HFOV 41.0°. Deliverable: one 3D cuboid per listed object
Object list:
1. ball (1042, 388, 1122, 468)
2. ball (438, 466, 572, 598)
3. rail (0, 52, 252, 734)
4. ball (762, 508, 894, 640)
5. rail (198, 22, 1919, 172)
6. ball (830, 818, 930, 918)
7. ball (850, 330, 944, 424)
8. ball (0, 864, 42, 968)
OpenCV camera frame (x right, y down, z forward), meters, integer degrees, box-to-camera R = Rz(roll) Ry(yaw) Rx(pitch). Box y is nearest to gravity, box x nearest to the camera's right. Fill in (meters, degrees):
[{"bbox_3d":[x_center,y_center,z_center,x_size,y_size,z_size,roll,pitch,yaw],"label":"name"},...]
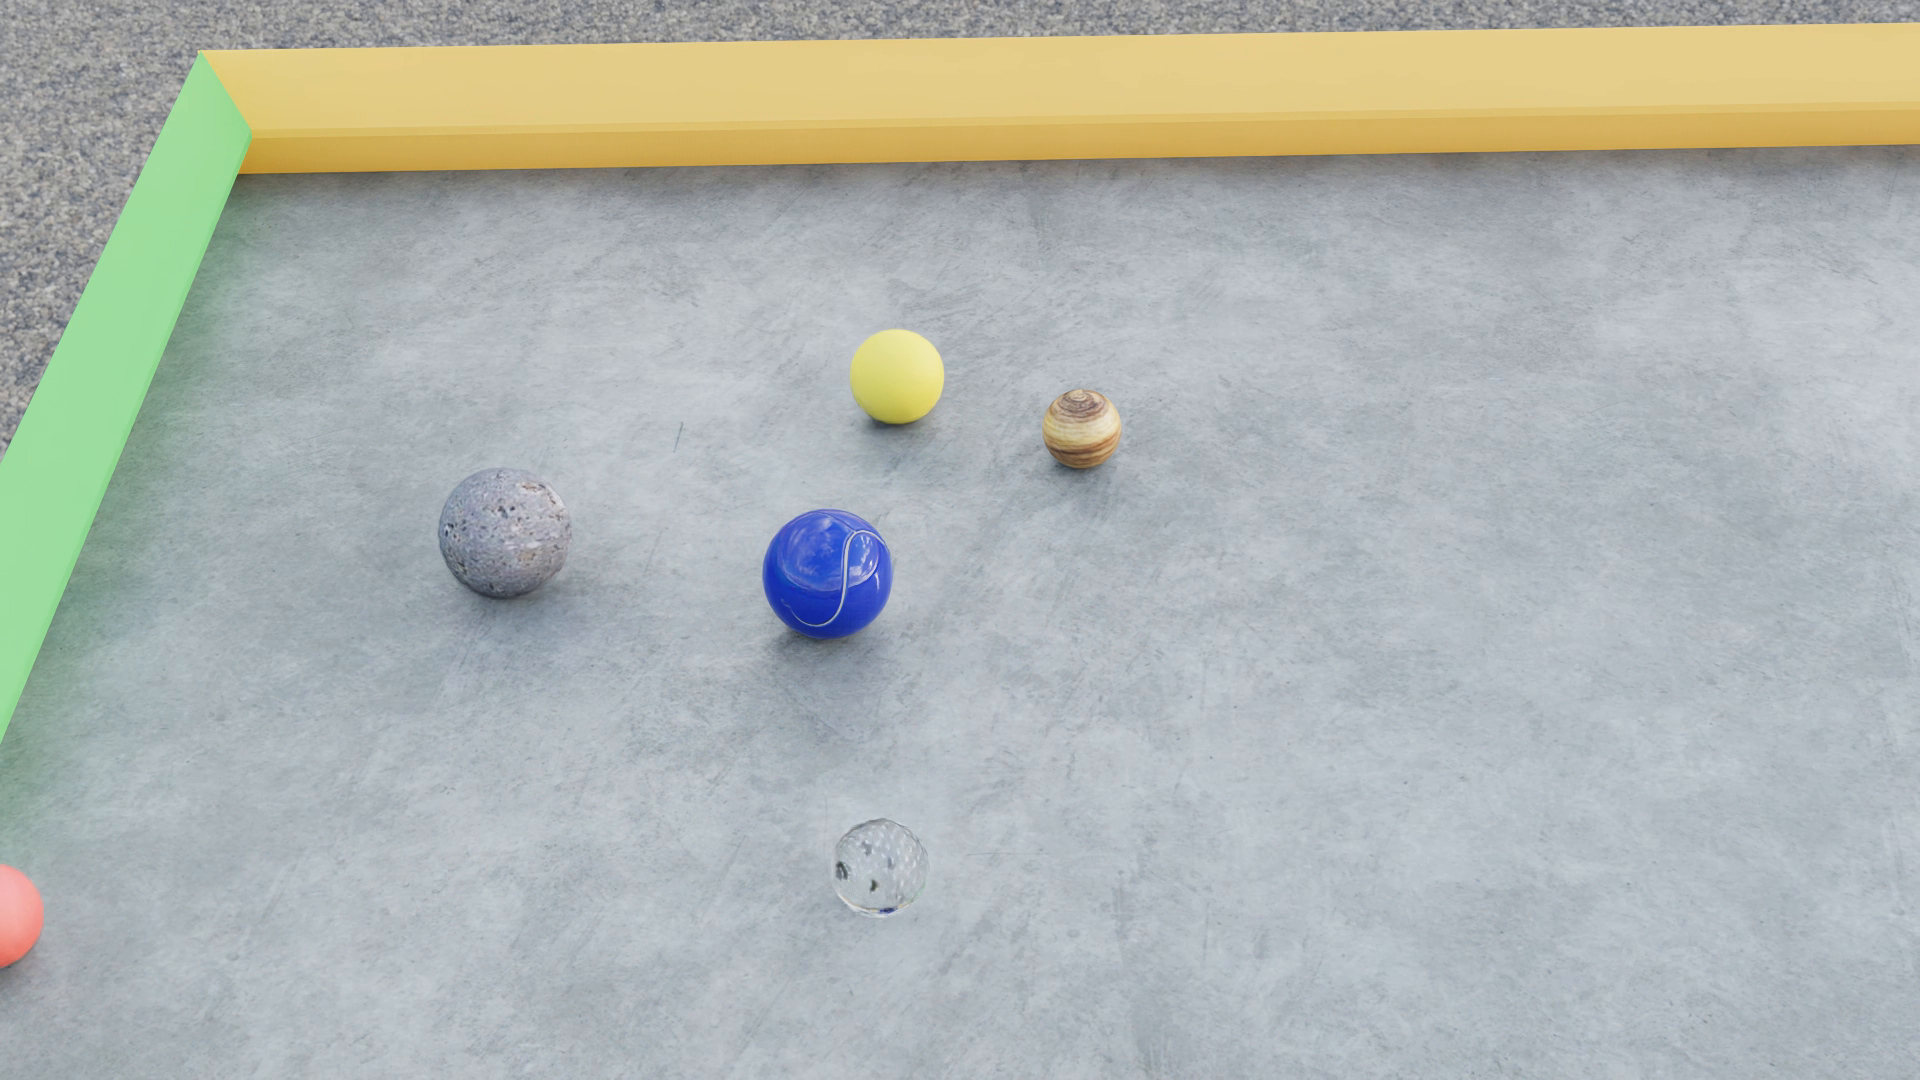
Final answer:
[{"bbox_3d":[0.092,-0.084,1.939,0.060,0.060,0.060,0,35,0],"label":"ball"},{"bbox_3d":[-0.319,-0.005,1.799,0.092,0.092,0.092,0,35,0],"label":"ball"},{"bbox_3d":[-0.627,-0.005,1.773,0.045,0.120,1.325,-1,35,-2],"label":"rail"},{"bbox_3d":[-0.091,0.023,1.761,0.090,0.090,0.090,0,35,0],"label":"ball"},{"bbox_3d":[0.626,-0.401,2.335,2.605,0.120,0.045,-1,35,-2],"label":"rail"},{"bbox_3d":[-0.048,0.197,1.542,0.059,0.059,0.059,0,35,0],"label":"ball"},{"bbox_3d":[-0.049,-0.126,1.987,0.074,0.074,0.074,0,35,0],"label":"ball"},{"bbox_3d":[-0.571,0.221,1.505,0.063,0.063,0.063,0,35,0],"label":"ball"}]
